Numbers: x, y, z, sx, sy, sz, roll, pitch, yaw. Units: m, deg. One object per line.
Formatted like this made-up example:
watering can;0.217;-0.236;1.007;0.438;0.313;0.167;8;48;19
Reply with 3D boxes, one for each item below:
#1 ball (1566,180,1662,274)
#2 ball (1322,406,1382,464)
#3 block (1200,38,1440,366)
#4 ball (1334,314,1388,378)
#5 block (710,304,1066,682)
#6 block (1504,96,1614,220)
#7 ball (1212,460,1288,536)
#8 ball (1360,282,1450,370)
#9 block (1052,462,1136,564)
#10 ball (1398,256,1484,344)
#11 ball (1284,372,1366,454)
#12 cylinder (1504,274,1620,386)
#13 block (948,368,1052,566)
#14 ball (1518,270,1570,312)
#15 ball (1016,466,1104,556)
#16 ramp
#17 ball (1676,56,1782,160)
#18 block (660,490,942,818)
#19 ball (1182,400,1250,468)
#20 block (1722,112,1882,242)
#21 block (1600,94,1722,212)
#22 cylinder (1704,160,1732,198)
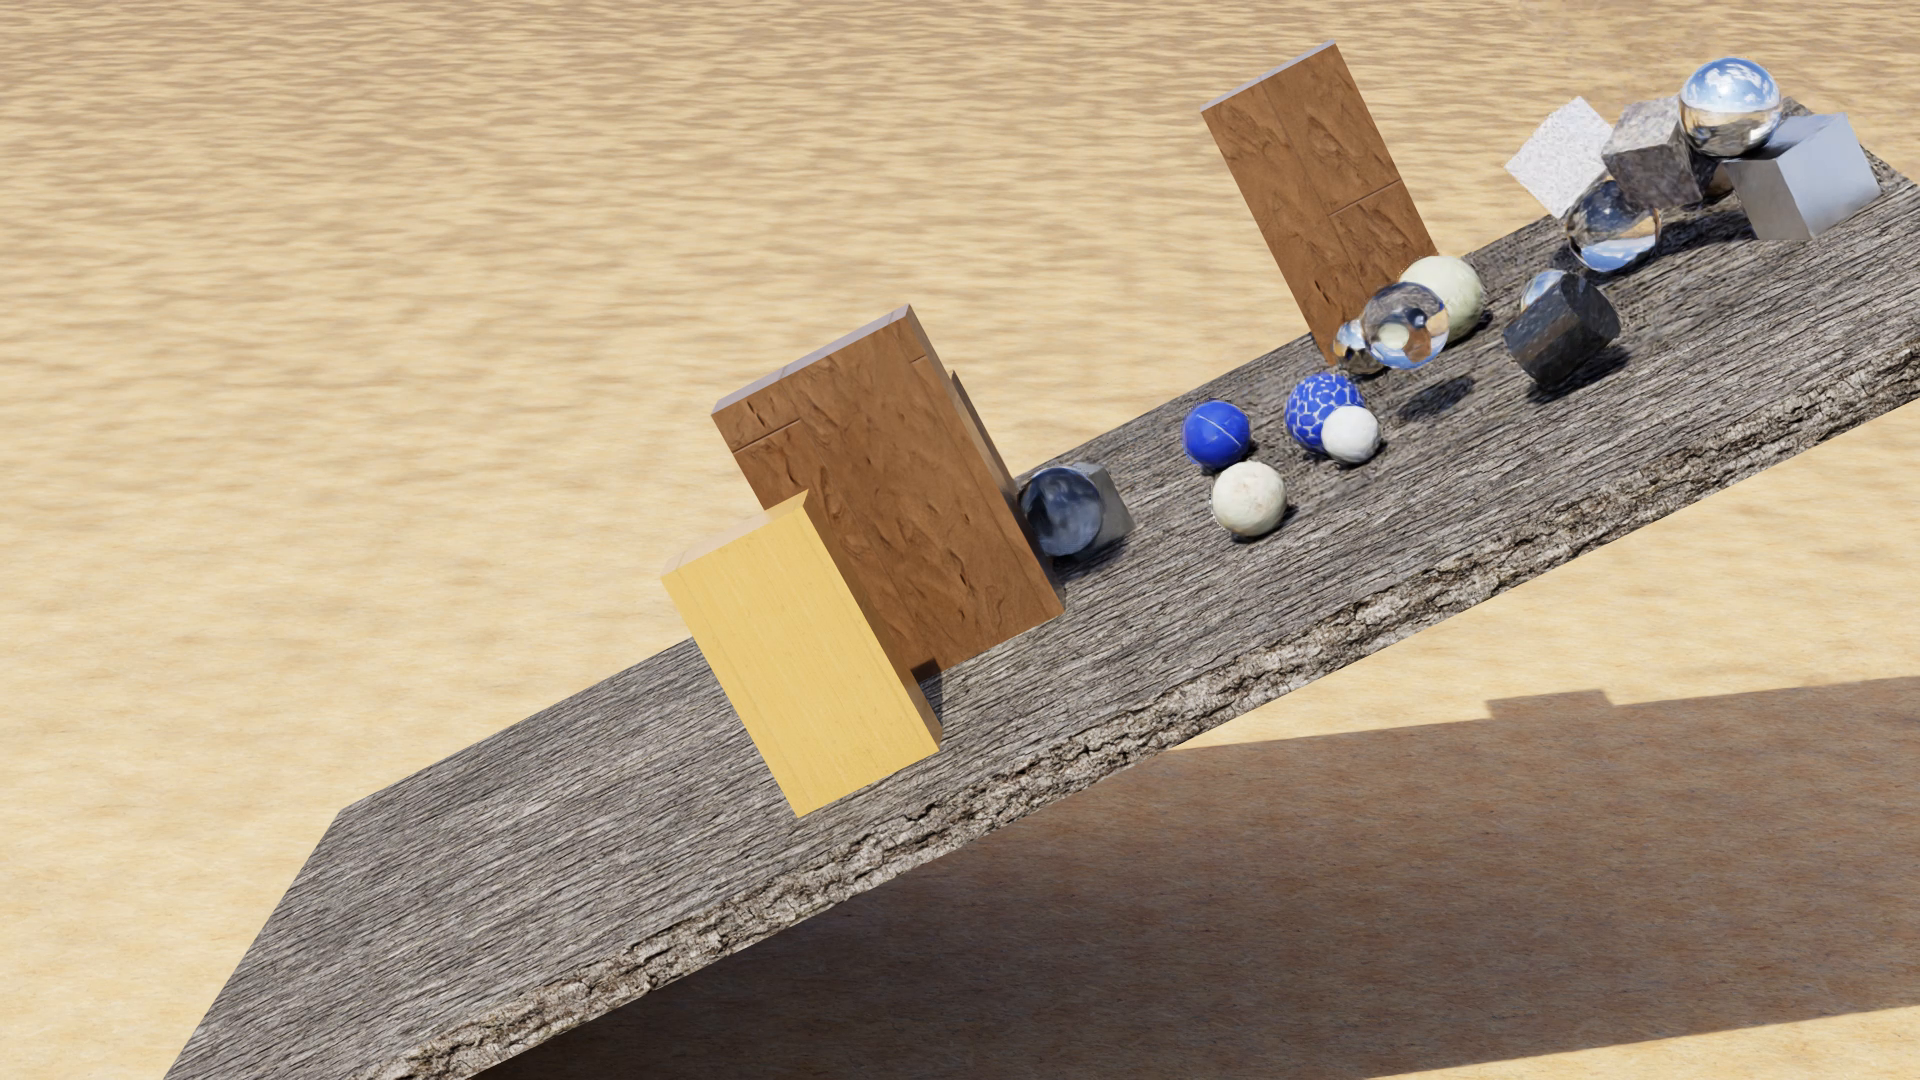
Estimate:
ball;1.376;-0.659;6.195;0.196;0.196;0.196;0;17;0
ball;0.786;-0.211;5.911;0.119;0.119;0.119;0;17;0
block;0.837;-0.757;6.636;0.332;0.656;0.081;-26;14;10
ball;0.887;-0.426;6.442;0.137;0.137;0.137;0;17;0
block;-0.140;-0.070;6.012;0.445;0.694;0.119;-26;14;10
block;1.305;-0.820;6.307;0.162;0.162;0.162;46;39;9
ball;0.572;-0.081;5.804;0.149;0.149;0.149;0;17;0
ball;0.889;-0.429;5.878;0.177;0.177;0.177;0;17;0
block;0.255;-0.059;6.333;0.153;0.153;0.153;-32;14;-14
ball;1.037;-0.519;6.365;0.194;0.194;0.194;0;17;0
ball;0.752;-0.260;6.052;0.167;0.167;0.167;0;17;0
cylinder;1.151;-0.401;5.628;0.155;0.155;0.155;27;40;-25
block;-0.018;-0.098;6.349;0.248;0.468;0.118;-26;14;10
ball;1.208;-0.474;5.969;0.146;0.146;0.146;0;17;0
ball;0.207;-0.061;6.136;0.187;0.187;0.187;0;17;0
ramp;0.140;0.167;6.281;4.000;0.100;2.000;-26;14;10
ball;1.524;-0.855;5.827;0.202;0.202;0.202;0;17;0
block;-0.299;0.218;5.609;0.308;0.543;0.118;-26;14;10
ball;0.556;-0.228;6.364;0.147;0.147;0.147;0;17;0
block;1.675;-0.721;5.856;0.182;0.182;0.182;-33;14;-14
block;1.444;-0.795;6.038;0.159;0.159;0.159;-5;44;46
cylinder;1.606;-0.811;6.353;0.117;0.117;0.117;14;-3;37
